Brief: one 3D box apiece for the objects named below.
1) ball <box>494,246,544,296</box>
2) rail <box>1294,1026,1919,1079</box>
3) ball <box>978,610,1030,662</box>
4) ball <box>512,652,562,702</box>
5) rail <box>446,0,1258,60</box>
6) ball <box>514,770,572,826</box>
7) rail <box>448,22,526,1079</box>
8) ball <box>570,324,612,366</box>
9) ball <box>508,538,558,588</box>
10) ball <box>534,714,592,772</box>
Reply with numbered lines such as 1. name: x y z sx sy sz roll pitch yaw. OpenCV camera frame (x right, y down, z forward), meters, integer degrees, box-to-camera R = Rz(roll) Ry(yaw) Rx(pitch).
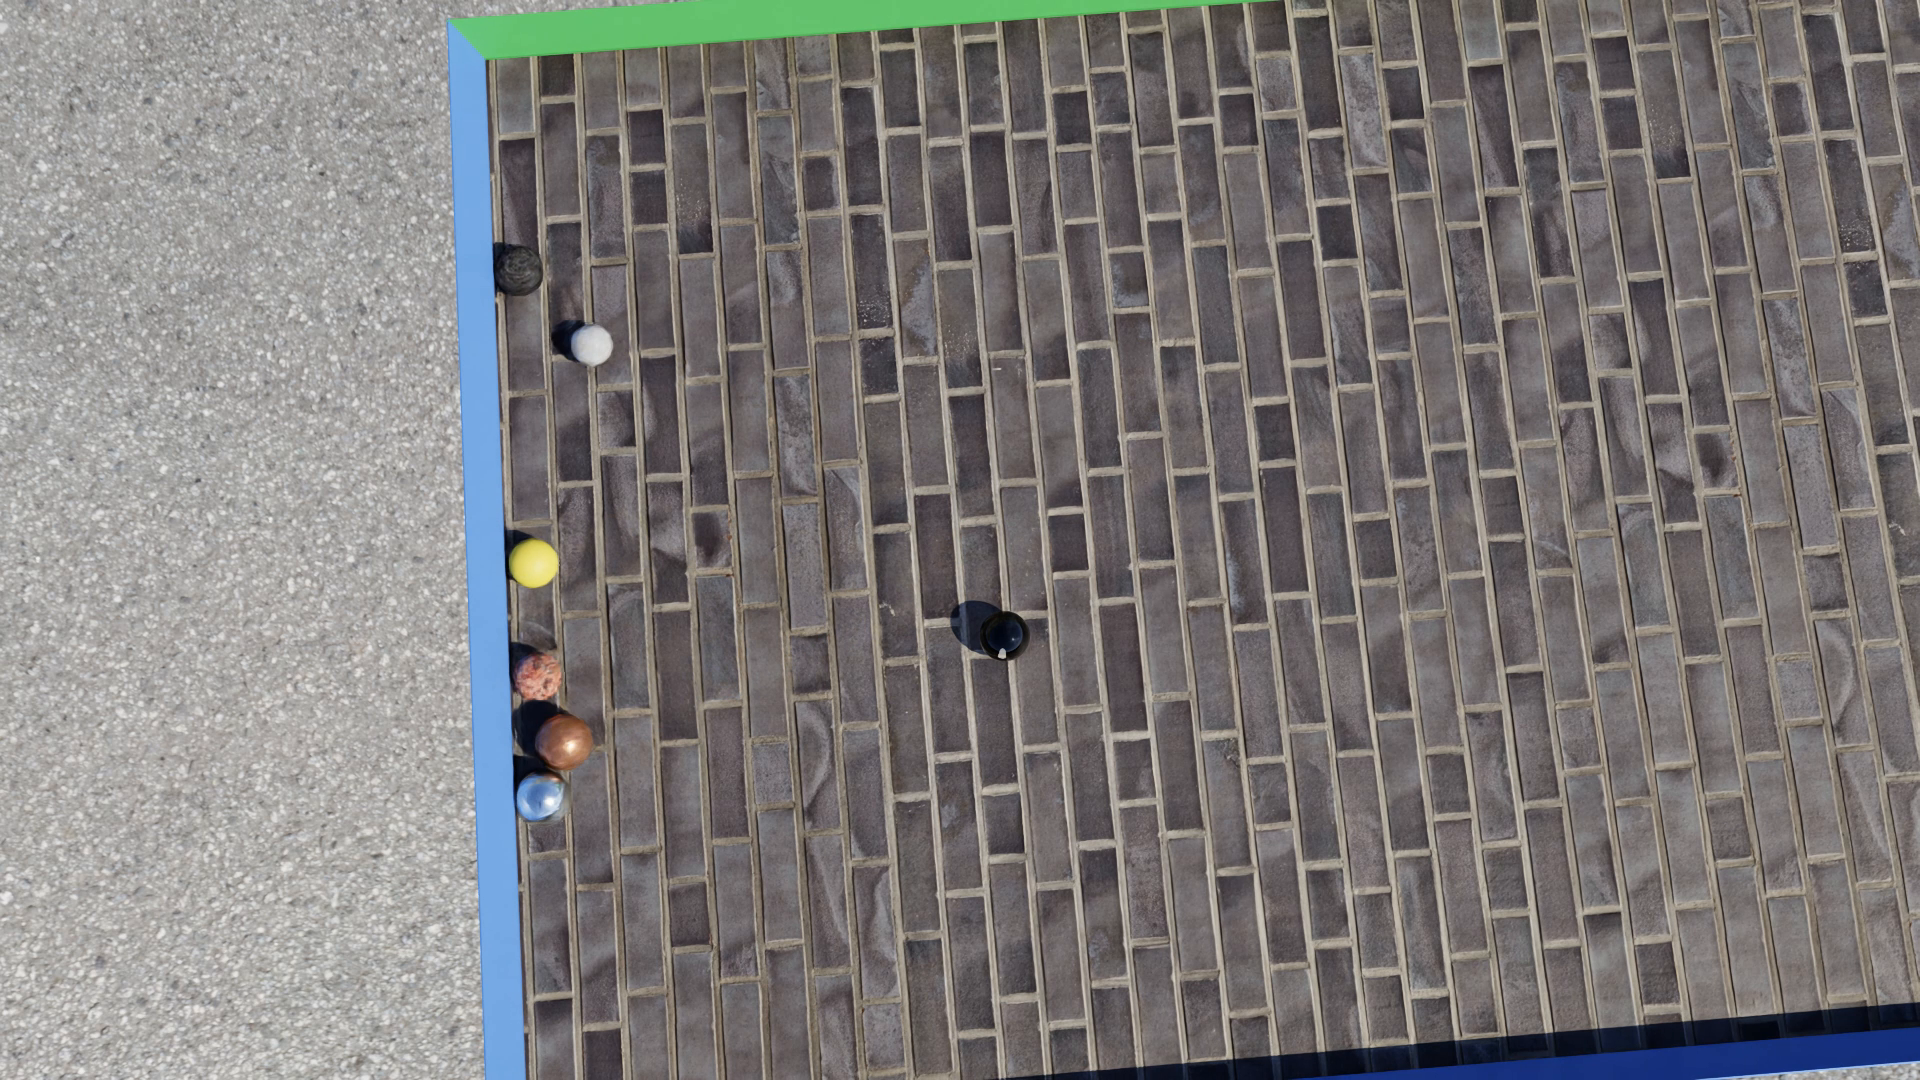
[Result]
1. ball: -0.679 -0.414 3.385 0.077 0.077 0.077 0 78 0
2. rail: 0.790 0.762 3.123 2.898 0.109 0.045 -5 78 -1
3. ball: 0.066 0.143 3.270 0.076 0.076 0.076 0 78 0
4. ball: -0.626 0.203 3.259 0.073 0.073 0.073 0 78 0
5. rail: 0.654 -0.884 3.464 2.898 0.109 0.045 -5 78 -1
6. ball: -0.610 0.377 3.218 0.083 0.083 0.083 0 78 0
7. rail: -0.699 0.052 3.271 0.045 0.109 1.734 -5 78 -1
8. ball: -0.564 -0.299 3.367 0.064 0.064 0.064 0 78 0
9. ball: -0.639 0.034 3.293 0.074 0.074 0.074 0 78 0
10. ball: -0.583 0.297 3.233 0.084 0.084 0.084 0 78 0
